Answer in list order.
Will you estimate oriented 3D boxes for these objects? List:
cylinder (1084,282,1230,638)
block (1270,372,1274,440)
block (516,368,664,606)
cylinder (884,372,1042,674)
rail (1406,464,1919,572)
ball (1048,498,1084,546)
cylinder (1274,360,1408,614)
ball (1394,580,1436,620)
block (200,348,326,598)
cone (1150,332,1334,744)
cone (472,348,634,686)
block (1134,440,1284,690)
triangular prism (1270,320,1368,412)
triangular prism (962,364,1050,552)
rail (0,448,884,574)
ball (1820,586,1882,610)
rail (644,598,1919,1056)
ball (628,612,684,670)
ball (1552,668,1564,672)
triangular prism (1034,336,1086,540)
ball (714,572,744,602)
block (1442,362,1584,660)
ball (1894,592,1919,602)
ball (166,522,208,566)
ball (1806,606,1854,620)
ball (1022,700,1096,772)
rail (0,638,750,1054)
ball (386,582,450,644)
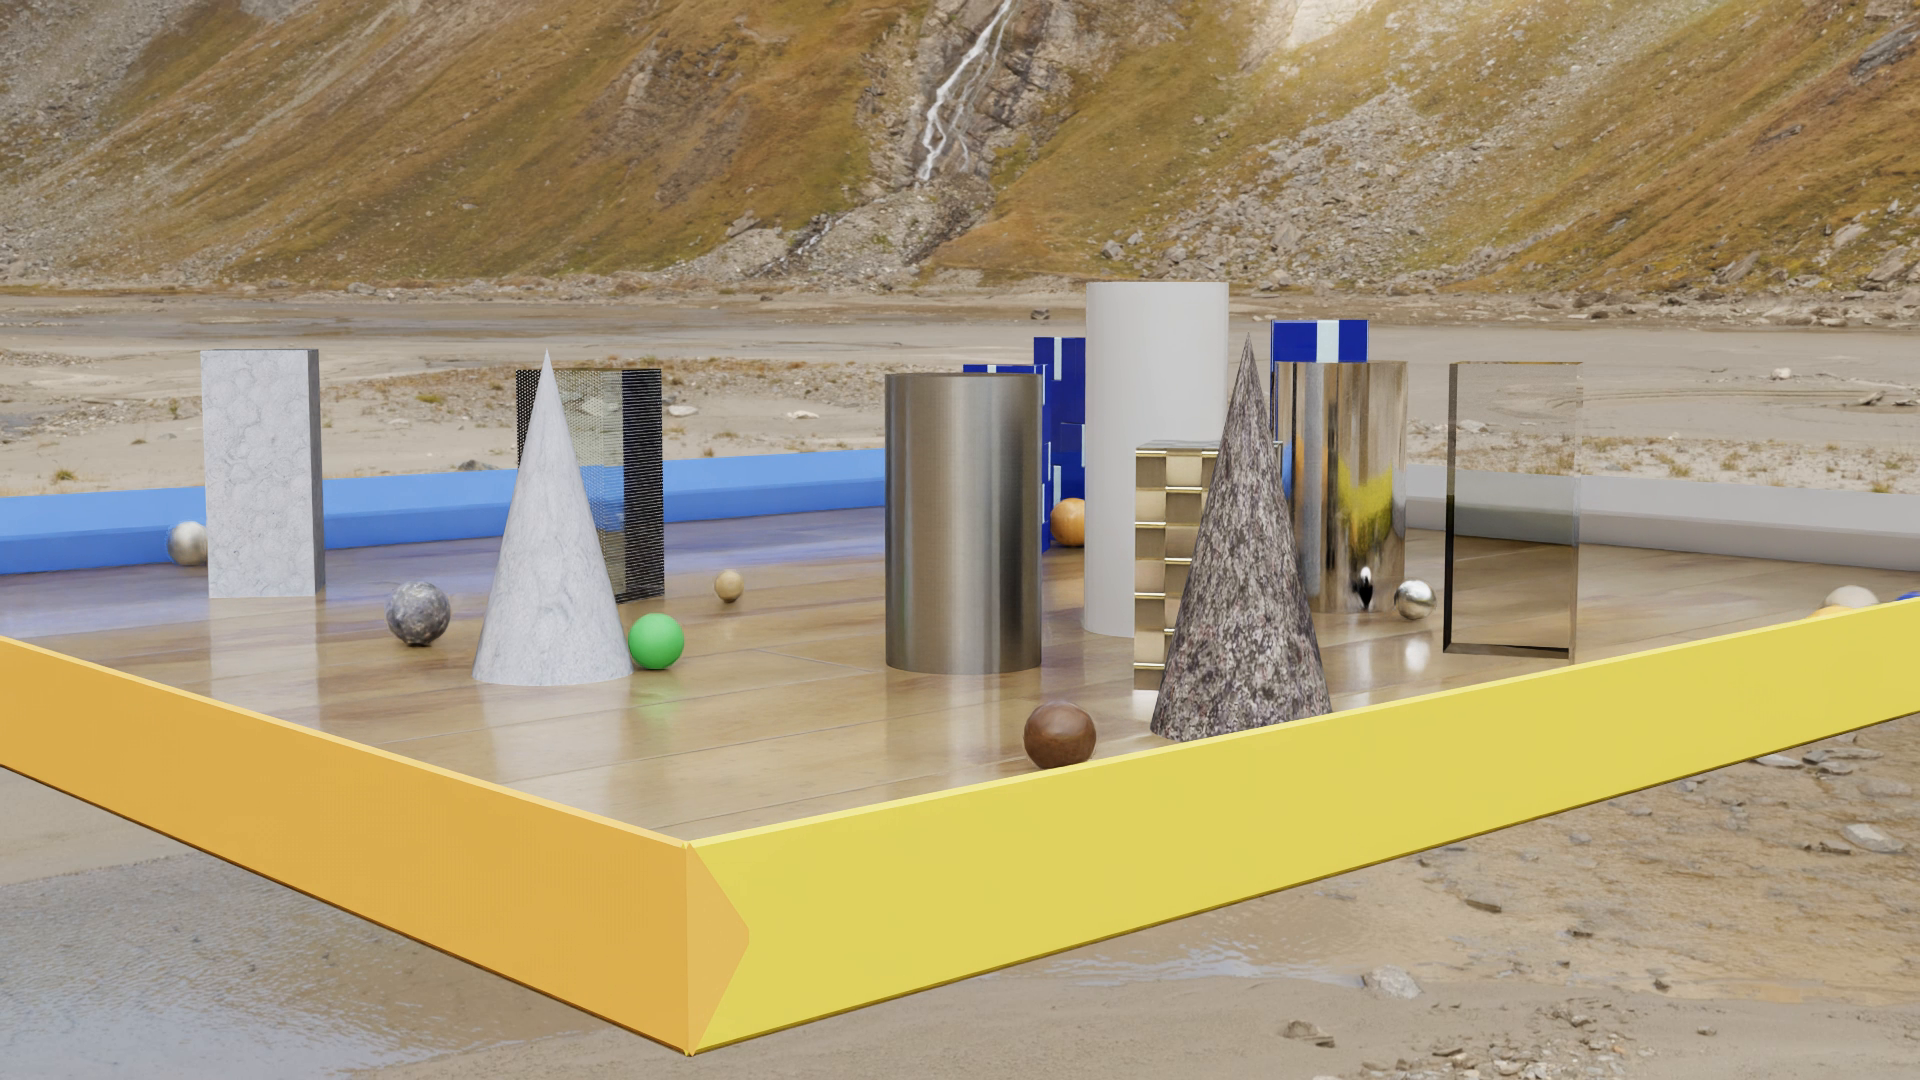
[{"bbox_3d":[0.273,-0.116,3.072,0.198,0.483,0.198,0,6,0],"label":"cylinder"},{"bbox_3d":[0.616,-0.102,3.598,0.159,0.344,0.159,-2,6,-21],"label":"block"},{"bbox_3d":[-0.570,-0.086,3.399,0.159,0.355,0.159,3,7,25],"label":"block"},{"bbox_3d":[0.005,-0.026,2.776,0.198,0.365,0.198,0,6,0],"label":"cylinder"},{"bbox_3d":[1.084,-0.070,4.327,0.045,0.129,2.770,-5,8,-42],"label":"rail"},{"bbox_3d":[0.214,-0.033,4.157,0.093,0.093,0.093,0,6,0],"label":"ball"},{"bbox_3d":[0.573,-0.085,3.320,0.198,0.369,0.198,0,6,0],"label":"cylinder"},{"bbox_3d":[0.656,0.086,3.173,0.059,0.059,0.059,0,6,0],"label":"ball"},{"bbox_3d":[-1.103,-0.110,3.490,0.159,0.383,0.159,-1,6,-10],"label":"block"},{"bbox_3d":[0.302,-0.009,2.324,0.198,0.425,0.198,0,6,0],"label":"cone"},{"bbox_3d":[-0.503,-0.036,2.698,0.198,0.400,0.198,0,6,0],"label":"cone"},{"bbox_3d":[0.299,0.028,2.635,0.159,0.286,0.159,1,6,12],"label":"block"},{"bbox_3d":[0.652,-0.191,4.050,0.172,0.428,0.149,0,6,4],"label":"triangular prism"},{"bbox_3d":[0.119,-0.152,4.077,0.172,0.346,0.149,5,8,40],"label":"triangular prism"},{"bbox_3d":[-0.923,-0.070,4.327,2.998,0.129,0.045,-5,8,-42],"label":"rail"},{"bbox_3d":[1.187,0.101,2.925,0.081,0.081,0.081,0,6,0],"label":"ball"},{"bbox_3d":[0.923,0.137,2.337,2.998,0.129,0.045,-5,8,-42],"label":"rail"},{"bbox_3d":[-0.379,0.126,2.740,0.070,0.070,0.070,0,6,0],"label":"ball"},{"bbox_3d":[0.658,0.168,2.391,0.058,0.058,0.058,0,6,0],"label":"ball"},{"bbox_3d":[0.257,-0.199,4.299,0.172,0.393,0.149,5,8,42],"label":"triangular prism"},{"bbox_3d":[-0.354,0.071,3.378,0.046,0.046,0.046,0,6,0],"label":"ball"},{"bbox_3d":[0.730,-0.045,2.898,0.159,0.376,0.159,2,6,19],"label":"block"},{"bbox_3d":[1.311,0.101,3.021,0.061,0.061,0.061,0,6,0],"label":"ball"},{"bbox_3d":[-1.345,0.007,3.840,0.079,0.079,0.079,0,6,0],"label":"ball"},{"bbox_3d":[1.043,0.126,2.611,0.096,0.096,0.096,0,6,0],"label":"ball"},{"bbox_3d":[0.096,0.190,2.122,0.071,0.071,0.071,0,6,0],"label":"ball"},{"bbox_3d":[-1.084,0.137,2.337,0.045,0.129,2.770,-5,8,-42],"label":"rail"},{"bbox_3d":[-0.724,0.098,2.939,0.084,0.084,0.084,0,6,0],"label":"ball"}]
